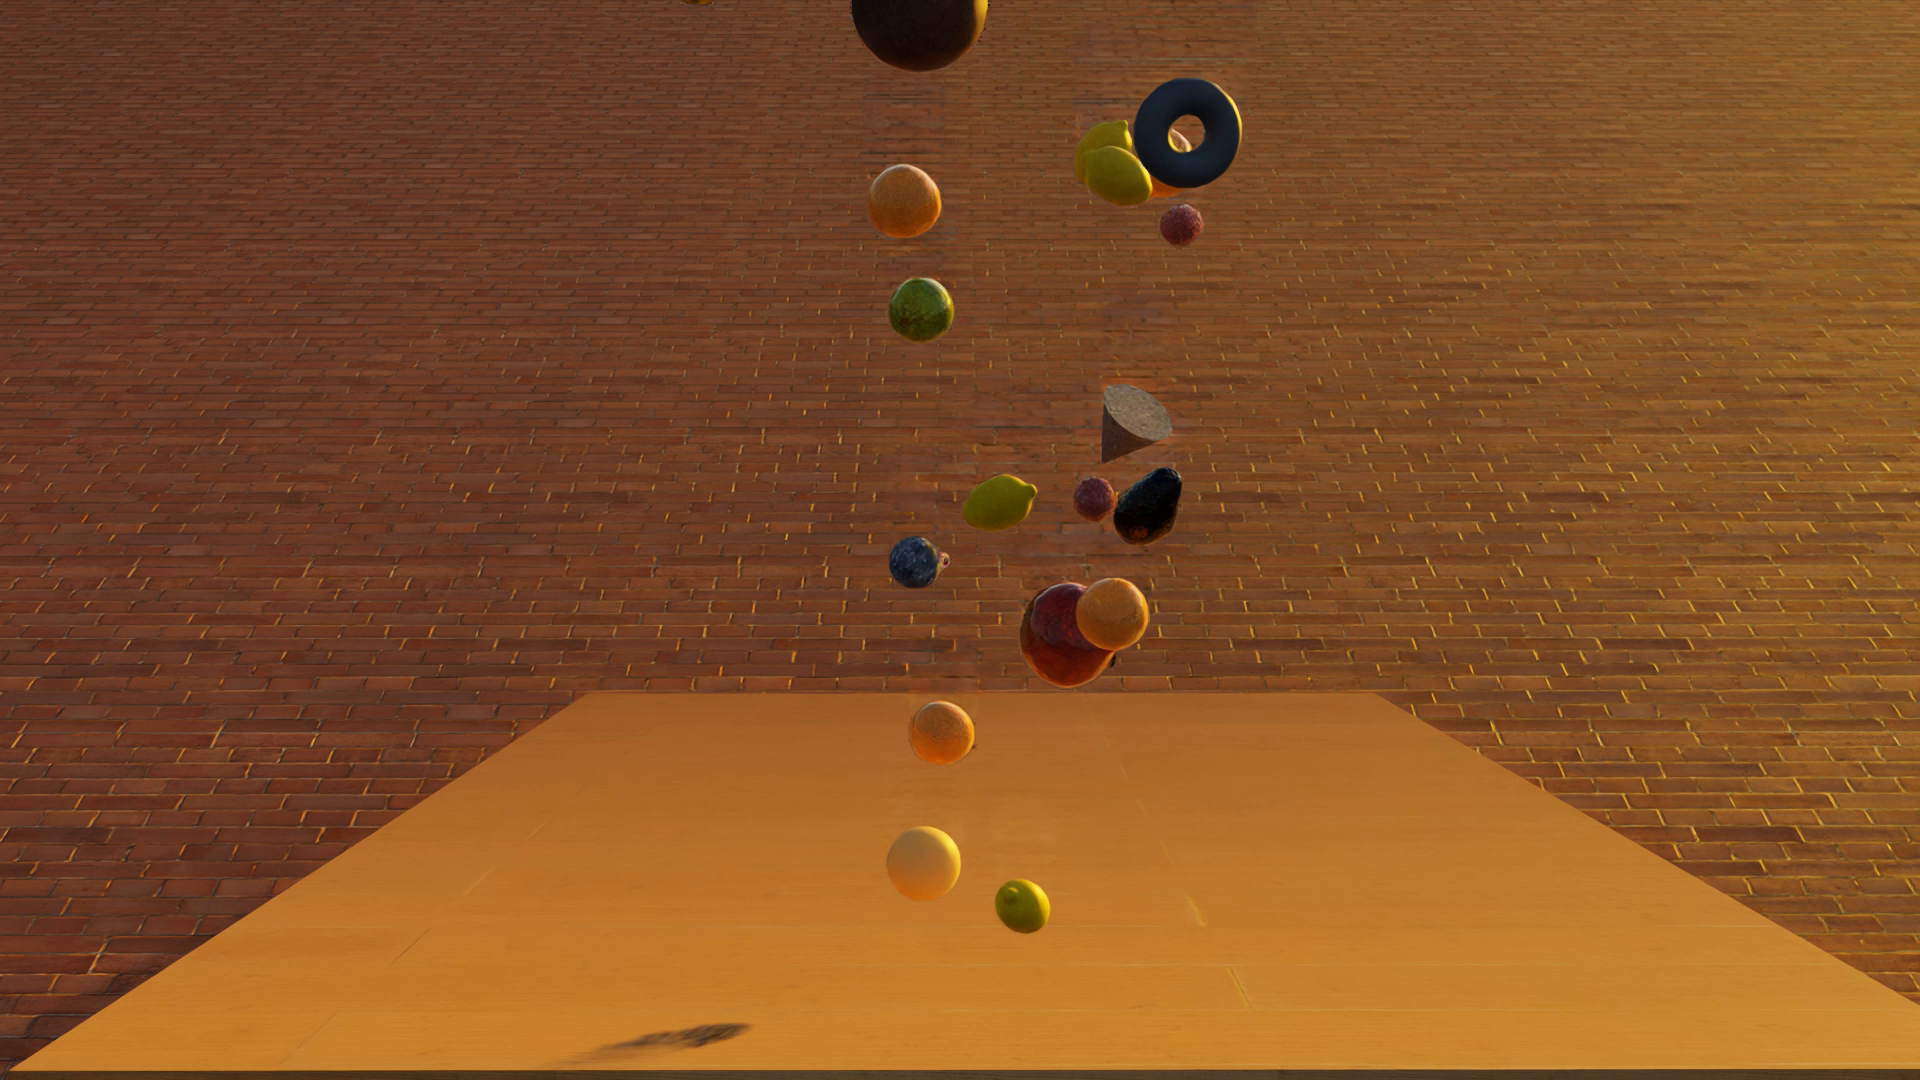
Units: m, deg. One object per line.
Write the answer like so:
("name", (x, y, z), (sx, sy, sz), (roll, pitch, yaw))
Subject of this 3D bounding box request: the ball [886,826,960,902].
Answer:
("ball", (-0.042, 0.372, 2.964), (0.086, 0.086, 0.086), (0, 24, 0))

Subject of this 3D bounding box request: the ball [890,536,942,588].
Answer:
("ball", (-0.043, 0.022, 2.468), (0.050, 0.050, 0.050), (0, 24, 0))

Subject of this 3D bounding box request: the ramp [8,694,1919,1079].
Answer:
("ramp", (0.056, 0.507, 4.550), (2.000, 0.100, 4.000), (0, 2, 0))

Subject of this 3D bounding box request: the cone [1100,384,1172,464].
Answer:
("cone", (0.170, -0.108, 2.749), (0.083, 0.083, 0.083), (20, 39, -17))

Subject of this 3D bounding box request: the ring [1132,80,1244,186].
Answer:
("ring", (0.193, -0.346, 2.188), (0.094, 0.094, 0.031), (3, -6, 6))
